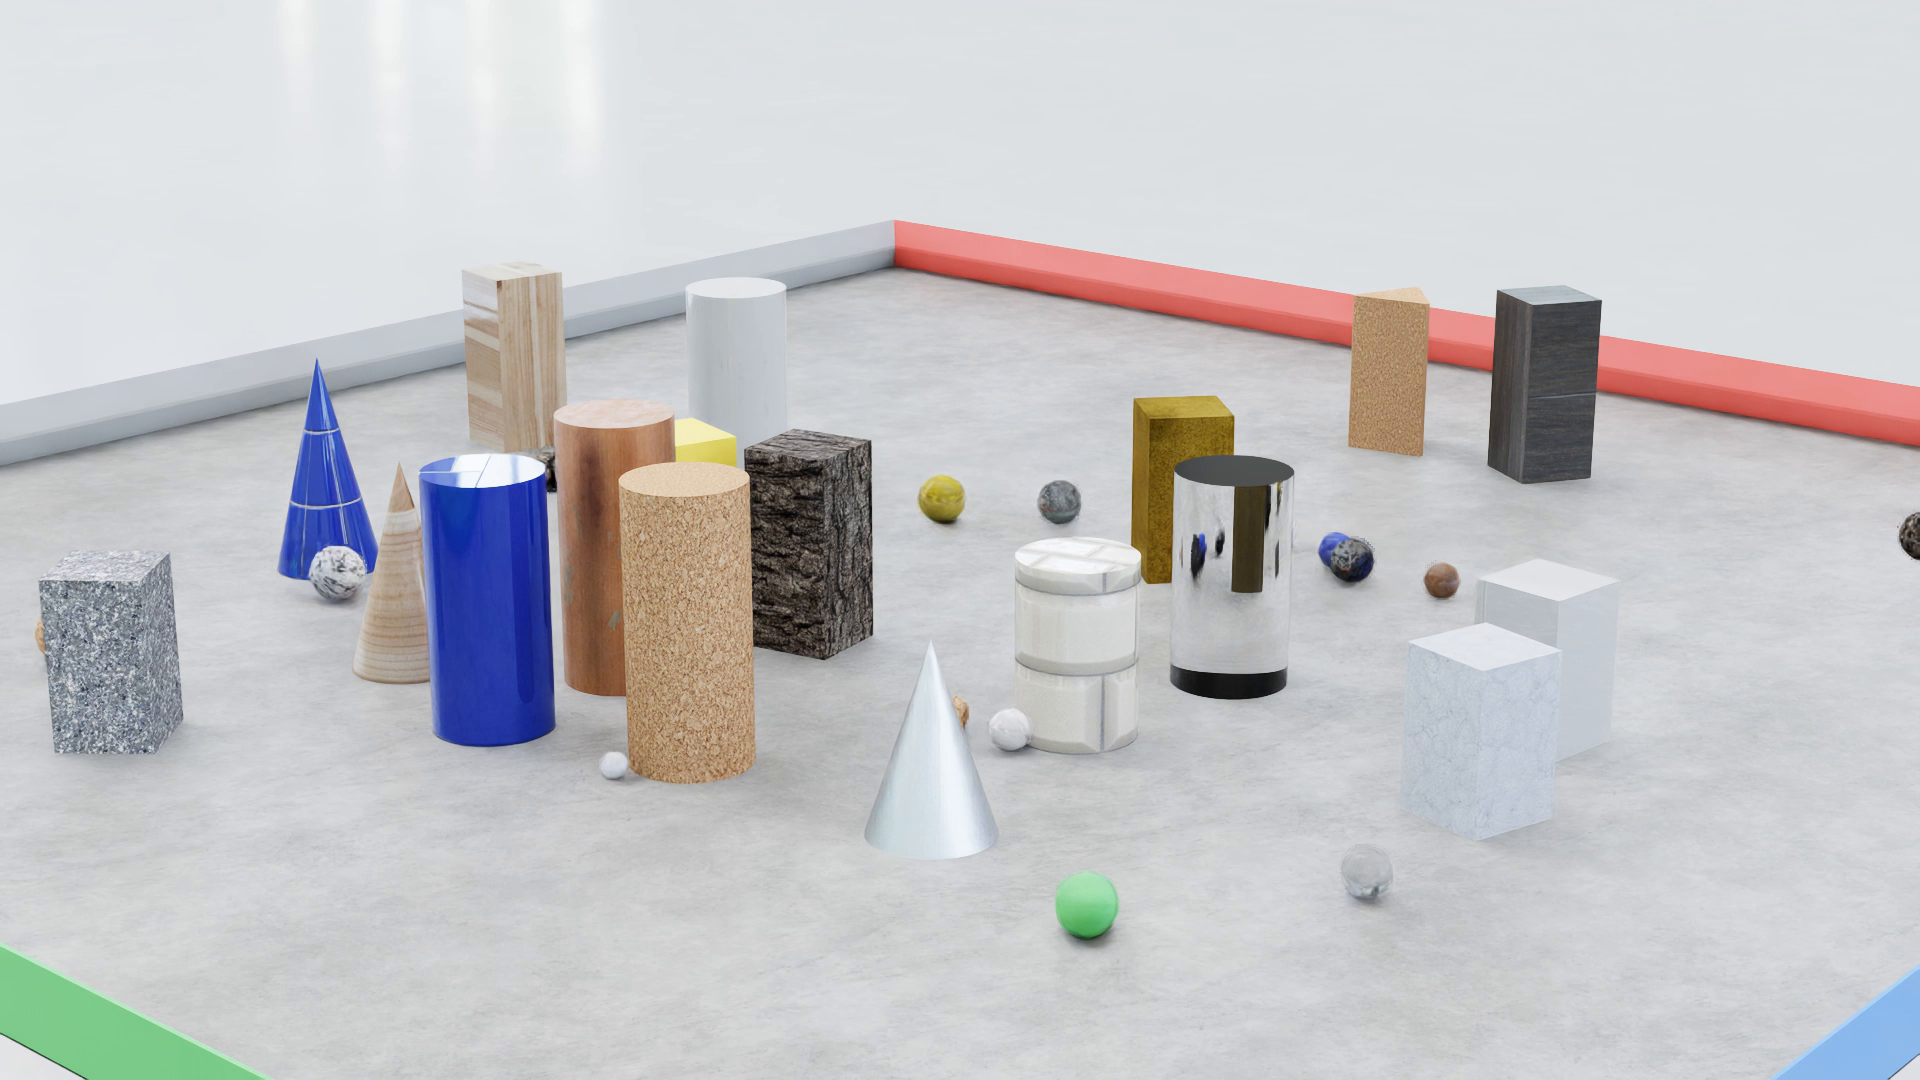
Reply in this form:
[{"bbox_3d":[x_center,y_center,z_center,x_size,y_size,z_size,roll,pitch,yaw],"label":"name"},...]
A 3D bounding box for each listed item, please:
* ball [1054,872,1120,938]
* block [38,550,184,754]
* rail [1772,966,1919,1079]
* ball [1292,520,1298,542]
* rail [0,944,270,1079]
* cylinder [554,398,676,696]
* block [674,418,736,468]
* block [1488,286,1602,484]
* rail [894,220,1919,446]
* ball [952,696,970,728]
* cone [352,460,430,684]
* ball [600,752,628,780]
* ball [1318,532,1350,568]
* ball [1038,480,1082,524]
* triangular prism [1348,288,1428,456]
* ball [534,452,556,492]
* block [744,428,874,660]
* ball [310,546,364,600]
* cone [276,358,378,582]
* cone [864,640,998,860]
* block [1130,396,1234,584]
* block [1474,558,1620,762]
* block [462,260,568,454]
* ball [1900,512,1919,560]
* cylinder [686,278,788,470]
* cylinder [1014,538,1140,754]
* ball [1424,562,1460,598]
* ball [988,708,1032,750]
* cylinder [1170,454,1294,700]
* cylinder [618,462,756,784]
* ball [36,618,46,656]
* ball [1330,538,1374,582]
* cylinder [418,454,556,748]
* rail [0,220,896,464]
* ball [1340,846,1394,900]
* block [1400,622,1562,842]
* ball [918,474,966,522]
[{"bbox_3d":[0.162,0.467,3.749,0.083,0.083,0.083,0,17,0],"label":"ball"},{"bbox_3d":[-1.275,0.168,4.413,0.151,0.271,0.151,1,17,2],"label":"block"},{"bbox_3d":[1.503,0.408,3.872,0.045,0.122,4.099,14,22,39],"label":"rail"},{"bbox_3d":[0.586,-0.019,5.382,0.069,0.069,0.069,0,17,0],"label":"ball"},{"bbox_3d":[-1.328,0.473,3.657,4.028,0.122,0.045,14,22,39],"label":"rail"},{"bbox_3d":[-0.541,0.011,4.648,0.188,0.436,0.188,0,17,0],"label":"cylinder"},{"bbox_3d":[-0.475,-0.018,4.922,0.151,0.332,0.151,-11,20,-32],"label":"block"},{"bbox_3d":[1.163,-0.311,5.839,0.151,0.362,0.151,-5,18,-17],"label":"block"},{"bbox_3d":[1.328,-0.412,6.585,4.028,0.122,0.045,14,22,39],"label":"rail"},{"bbox_3d":[-0.013,0.264,4.469,0.055,0.055,0.055,0,17,0],"label":"ball"},{"bbox_3d":[-0.893,0.038,4.715,0.188,0.345,0.188,0,17,0],"label":"cone"},{"bbox_3d":[-0.504,0.329,4.279,0.041,0.041,0.041,0,17,0],"label":"ball"},{"bbox_3d":[0.675,0.018,5.262,0.066,0.066,0.066,0,17,0],"label":"ball"},{"bbox_3d":[0.188,-0.071,5.527,0.084,0.084,0.084,0,17,0],"label":"ball"},{"bbox_3d":[0.910,-0.353,6.054,0.163,0.319,0.141,10,19,29],"label":"triangular prism"},{"bbox_3d":[-0.804,-0.133,5.738,0.080,0.080,0.080,0,17,0],"label":"ball"},{"bbox_3d":[-0.248,0.005,4.836,0.151,0.338,0.151,9,19,29],"label":"block"},{"bbox_3d":[-1.081,0.056,5.088,0.094,0.094,0.094,0,17,0],"label":"ball"},{"bbox_3d":[-1.135,-0.139,5.228,0.188,0.386,0.188,0,17,0],"label":"cone"},{"bbox_3d":[-0.040,0.272,4.045,0.188,0.285,0.188,0,17,0],"label":"cone"},{"bbox_3d":[0.394,-0.091,5.217,0.151,0.301,0.151,-2,17,-7],"label":"block"},{"bbox_3d":[0.876,0.180,4.401,0.151,0.254,0.151,-15,22,-40],"label":"block"},{"bbox_3d":[-0.921,-0.380,6.071,0.151,0.361,0.151,-12,21,-35],"label":"block"},{"bbox_3d":[1.747,-0.007,5.303,0.092,0.092,0.092,0,17,0],"label":"ball"},{"bbox_3d":[-0.419,-0.261,5.541,0.188,0.440,0.188,0,17,0],"label":"cylinder"},{"bbox_3d":[0.177,0.158,4.425,0.188,0.283,0.188,0,17,0],"label":"cylinder"},{"bbox_3d":[0.838,0.070,5.095,0.063,0.063,0.063,0,17,0],"label":"ball"},{"bbox_3d":[0.075,0.283,4.380,0.064,0.064,0.064,0,17,0],"label":"ball"},{"bbox_3d":[0.430,0.057,4.647,0.188,0.348,0.188,0,17,0],"label":"cylinder"},{"bbox_3d":[-0.398,0.120,4.292,0.188,0.434,0.188,0,17,0],"label":"cylinder"},{"bbox_3d":[-1.455,0.153,4.769,0.093,0.093,0.093,0,17,0],"label":"ball"},{"bbox_3d":[0.693,0.037,5.183,0.078,0.078,0.078,0,17,0],"label":"ball"},{"bbox_3d":[-0.713,0.090,4.435,0.188,0.406,0.188,0,17,0],"label":"cylinder"},{"bbox_3d":[-1.503,-0.347,6.370,0.045,0.122,4.099,14,22,39],"label":"rail"},{"bbox_3d":[0.537,0.438,3.866,0.070,0.070,0.070,0,17,0],"label":"ball"},{"bbox_3d":[0.731,0.267,4.121,0.151,0.250,0.151,-11,20,-33],"label":"block"},{"bbox_3d":[-0.034,-0.078,5.537,0.092,0.092,0.092,0,17,0],"label":"ball"}]
